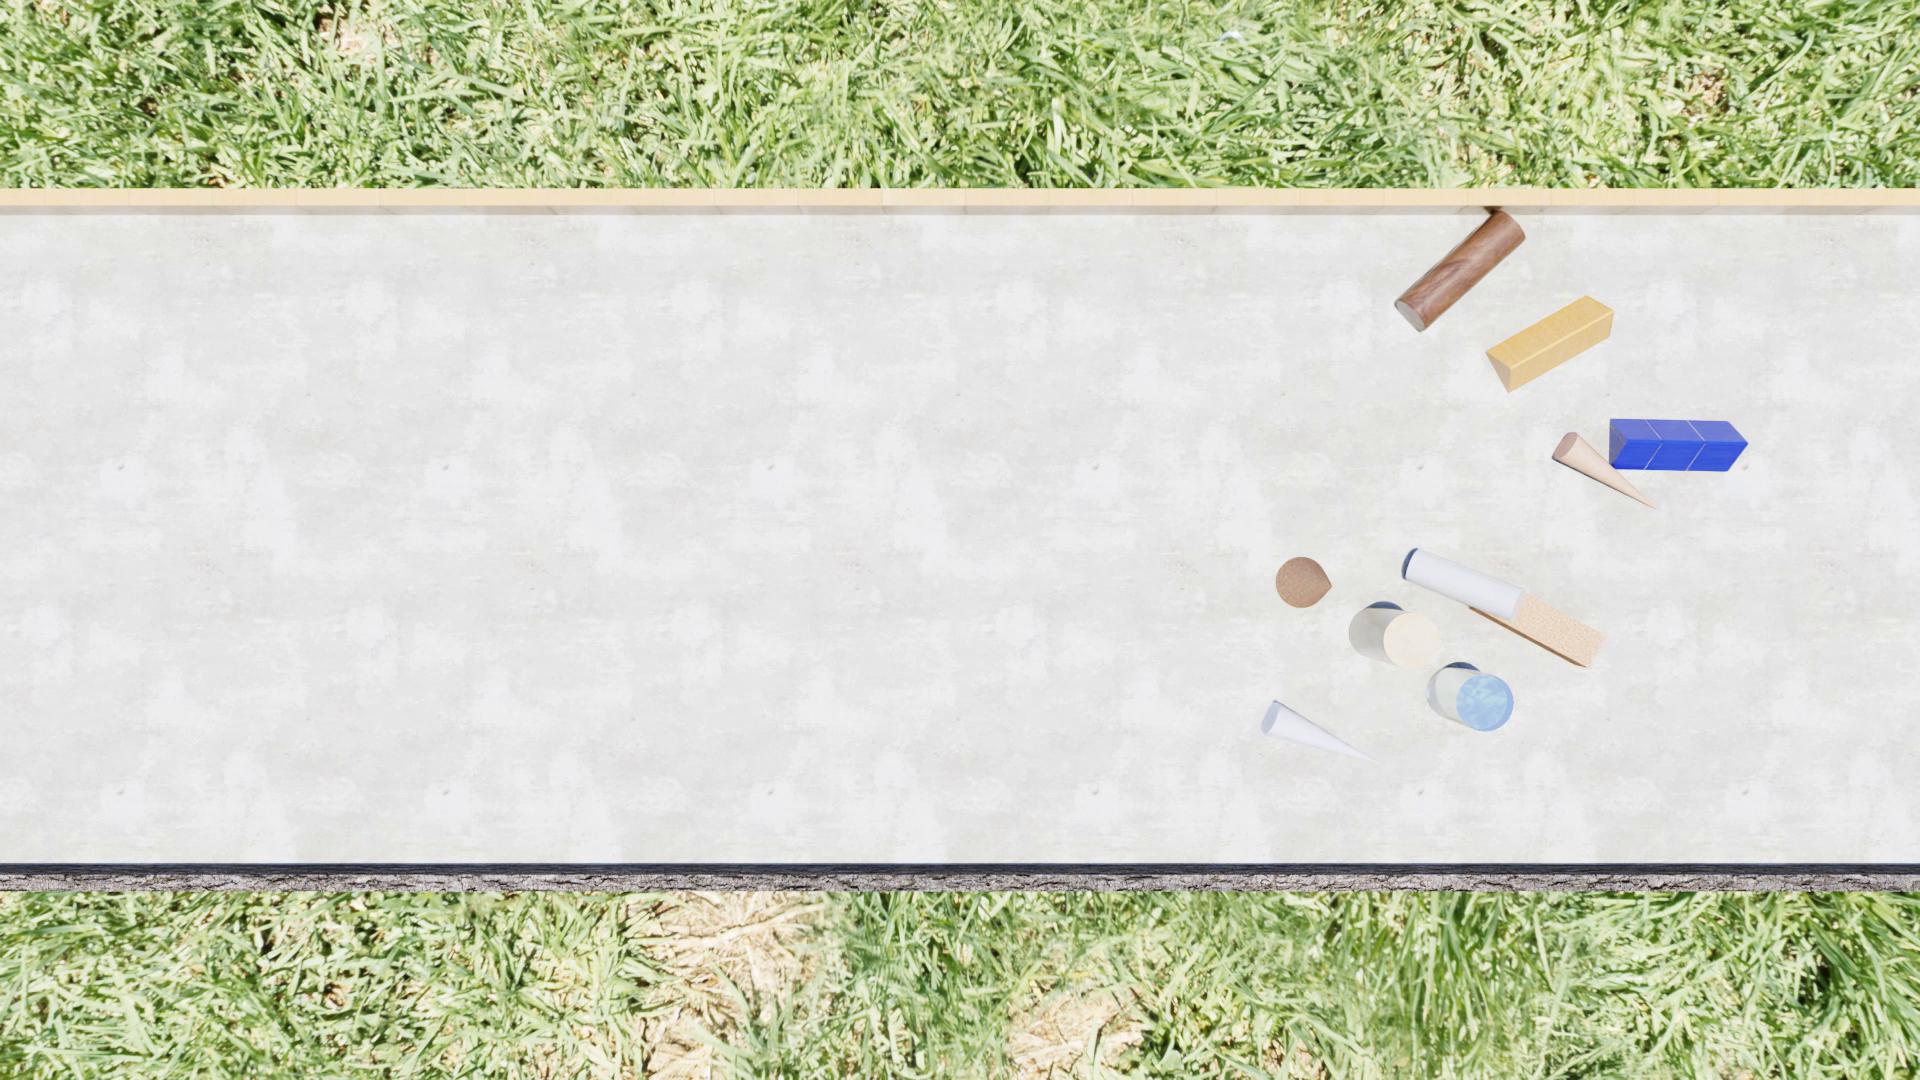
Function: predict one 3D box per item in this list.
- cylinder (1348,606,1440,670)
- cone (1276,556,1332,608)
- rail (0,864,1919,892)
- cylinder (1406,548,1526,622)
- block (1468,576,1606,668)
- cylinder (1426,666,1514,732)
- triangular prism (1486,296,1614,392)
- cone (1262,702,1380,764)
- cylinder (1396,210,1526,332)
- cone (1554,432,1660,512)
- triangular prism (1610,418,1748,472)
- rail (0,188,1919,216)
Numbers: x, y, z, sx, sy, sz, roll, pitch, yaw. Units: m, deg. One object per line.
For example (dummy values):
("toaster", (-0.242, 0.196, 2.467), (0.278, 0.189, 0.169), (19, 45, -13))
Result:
("cylinder", (1.276, 0.285, 4.867), (0.160, 0.419, 0.160), (0, 90, 0))
("cone", (1.050, 0.131, 4.862), (0.159, 0.430, 0.159), (0, 90, 0))
("rail", (-2.247, 1.025, 5.001), (12.000, 0.150, 0.050), (0, 90, 0))
("cylinder", (1.516, 0.134, 4.948), (0.332, 0.107, 0.107), (24, 90, 30))
("block", (1.755, 0.249, 5.021), (0.374, 0.112, 0.112), (28, 90, 0))
("cylinder", (1.518, 0.471, 4.922), (0.167, 0.309, 0.167), (0, 90, 0))
("triangular prism", (1.806, -0.601, 5.010), (0.355, 0.125, 0.145), (-29, 90, 0))
("cone", (1.124, 0.616, 5.051), (0.389, 0.104, 0.104), (23, 90, -8))
("cylinder", (1.522, -0.817, 5.014), (0.408, 0.126, 0.126), (-42, 90, 0))
("cone", (2.000, -0.188, 5.052), (0.373, 0.100, 0.100), (33, 90, -8))
("triangular prism", (2.179, -0.292, 5.006), (0.363, 0.133, 0.154), (1, 90, 0))
("rail", (-2.247, -1.025, 5.002), (12.000, 0.150, 0.050), (0, 90, 0))
